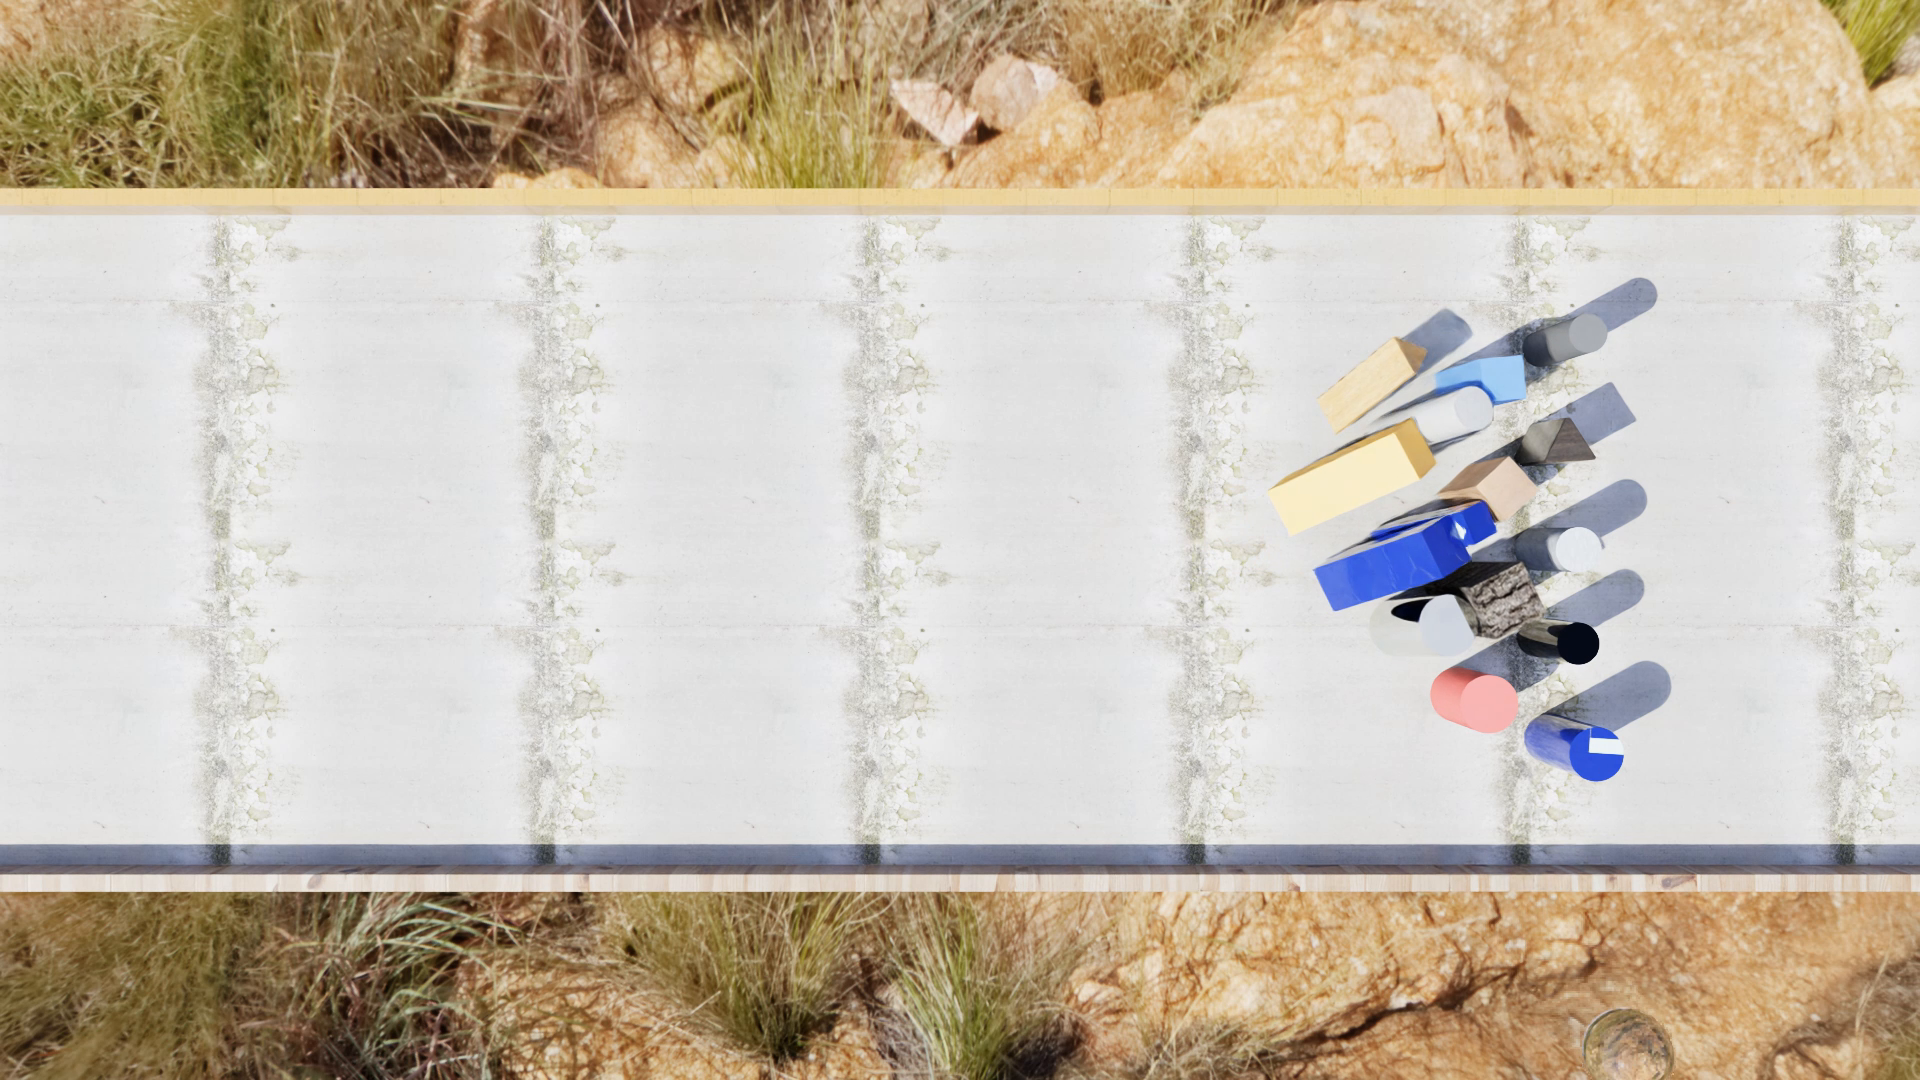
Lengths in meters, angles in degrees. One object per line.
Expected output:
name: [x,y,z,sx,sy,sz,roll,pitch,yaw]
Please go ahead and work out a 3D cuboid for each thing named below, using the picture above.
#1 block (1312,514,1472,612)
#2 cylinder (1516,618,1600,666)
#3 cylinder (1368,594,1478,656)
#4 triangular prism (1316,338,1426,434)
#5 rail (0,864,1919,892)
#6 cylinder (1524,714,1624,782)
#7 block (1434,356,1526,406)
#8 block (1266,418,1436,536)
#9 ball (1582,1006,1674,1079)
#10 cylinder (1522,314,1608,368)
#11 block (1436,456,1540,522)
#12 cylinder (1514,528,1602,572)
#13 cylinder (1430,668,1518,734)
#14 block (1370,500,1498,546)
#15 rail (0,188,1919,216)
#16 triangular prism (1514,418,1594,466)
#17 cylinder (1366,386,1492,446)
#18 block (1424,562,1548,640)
block: [1.266,0.072,4.859,0.145,0.433,0.145,-26,90,-36]
cylinder: [1.774,0.298,4.904,0.123,0.344,0.123,0,90,0]
cylinder: [1.364,0.256,4.875,0.176,0.382,0.176,1,86,-7]
triangular prism: [1.239,-0.463,4.915,0.110,0.345,0.127,-12,70,-38]
rail: [-2.247,1.025,5.001,12.000,0.150,0.050,0,90,0]
cylinder: [1.814,0.611,4.887,0.156,0.379,0.156,0,90,0]
block: [1.533,-0.457,4.877,0.123,0.394,0.123,-5,90,-2]
block: [1.152,-0.184,4.870,0.450,0.153,0.153,-27,93,40]
ball: [1.988,1.524,4.911,0.256,0.256,0.256,0,90,0]
cylinder: [1.787,-0.588,4.884,0.111,0.386,0.111,0,90,0]
block: [1.563,-0.141,4.899,0.132,0.348,0.132,-42,90,-3]
cylinder: [1.772,0.028,4.900,0.130,0.353,0.130,0,90,0]
cylinder: [1.532,0.476,4.926,0.170,0.301,0.170,0,90,0]
block: [1.398,-0.023,4.883,0.102,0.381,0.102,-24,93,-29]
rail: [-2.247,-1.025,5.002,12.000,0.150,0.050,0,90,0]
triangular prism: [1.763,-0.293,4.923,0.144,0.307,0.125,-4,90,0]
cylinder: [1.370,-0.342,4.842,0.125,0.453,0.125,3,82,-18]
block: [1.537,0.173,4.854,0.162,0.441,0.162,-26,90,-2]
